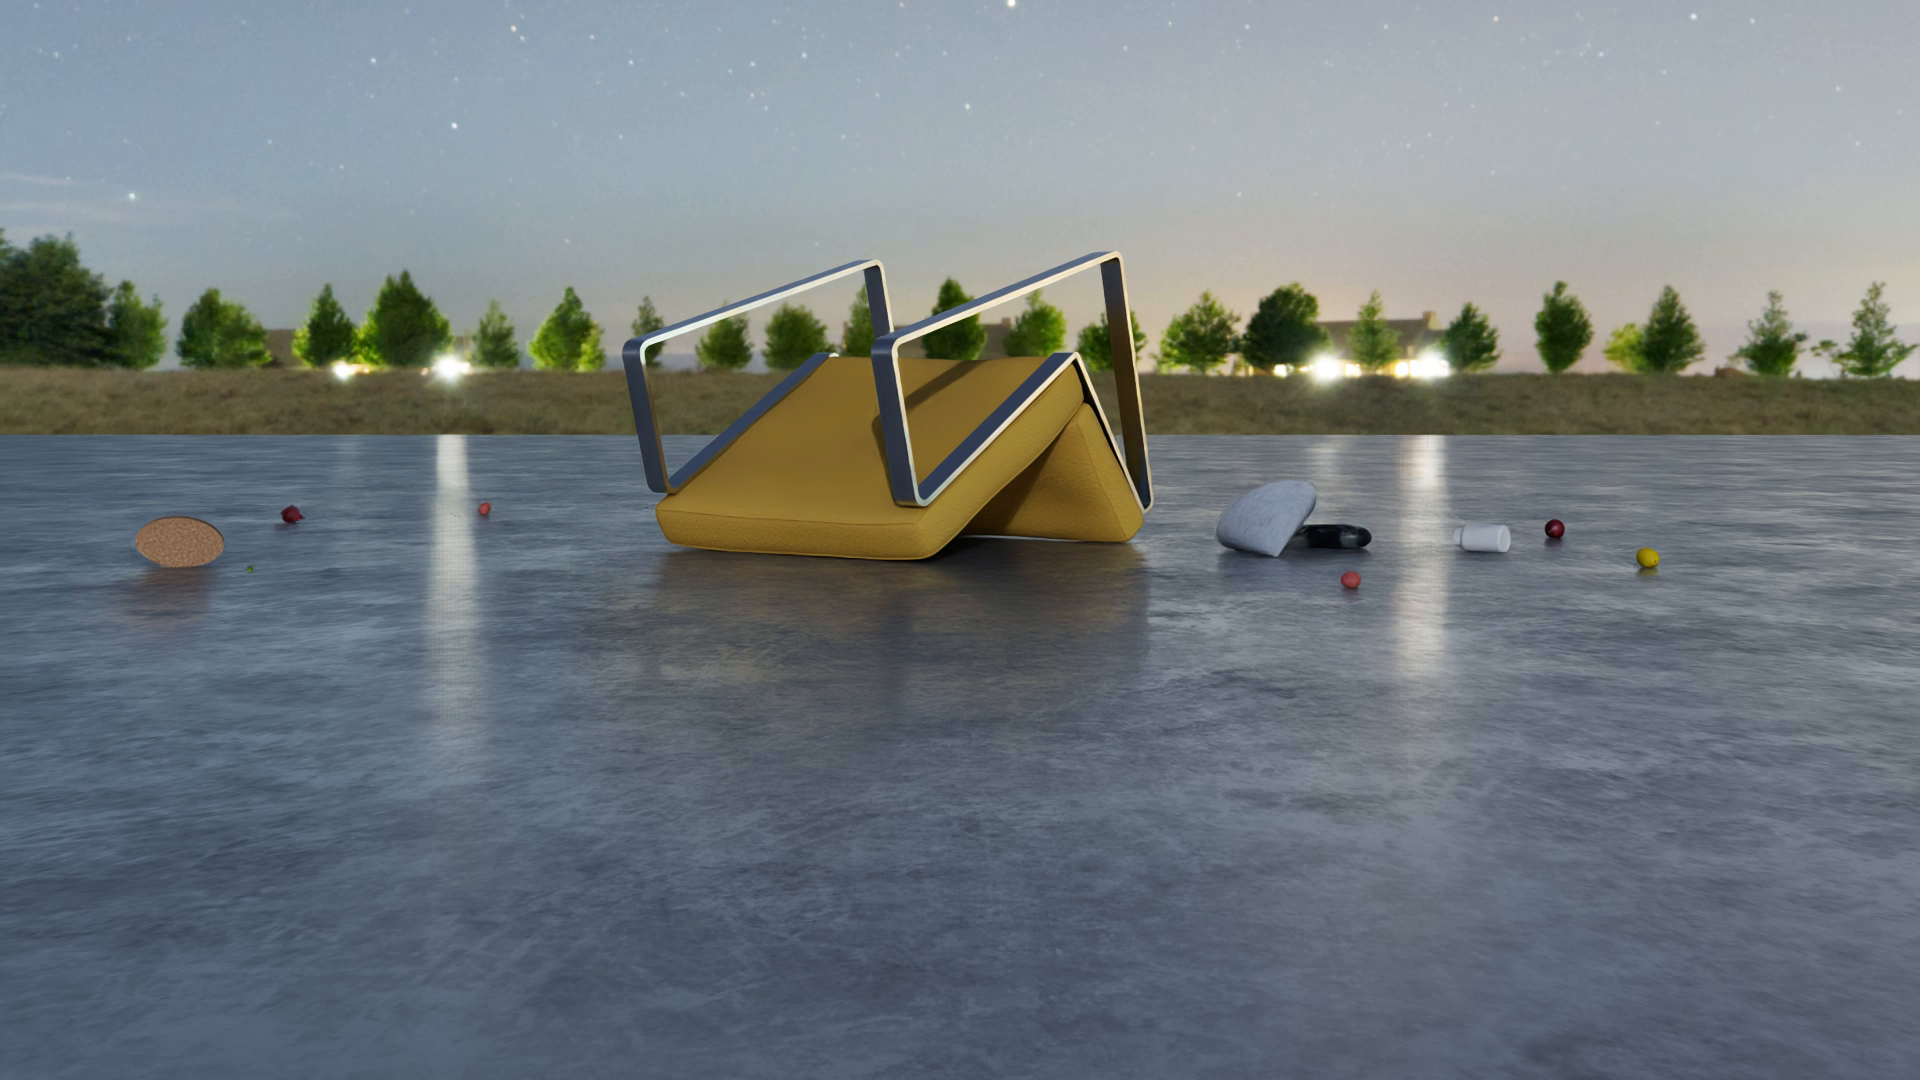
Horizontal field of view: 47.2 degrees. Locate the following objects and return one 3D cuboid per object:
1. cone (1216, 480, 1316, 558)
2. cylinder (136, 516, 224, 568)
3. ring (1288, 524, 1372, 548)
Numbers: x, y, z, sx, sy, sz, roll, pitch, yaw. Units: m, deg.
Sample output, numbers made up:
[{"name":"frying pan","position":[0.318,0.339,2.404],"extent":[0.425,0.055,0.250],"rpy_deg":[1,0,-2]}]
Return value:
[{"name":"cone","position":[0.847,-0.011,5.986],"extent":[0.303,0.166,0.285],"rpy_deg":[-28,20,14]},{"name":"cylinder","position":[-1.977,0.004,5.574],"extent":[0.209,0.124,0.099],"rpy_deg":[4,3,-18]},{"name":"ring","position":[1.045,-0.011,6.265],"extent":[0.270,0.062,0.144],"rpy_deg":[2,6,34]}]
